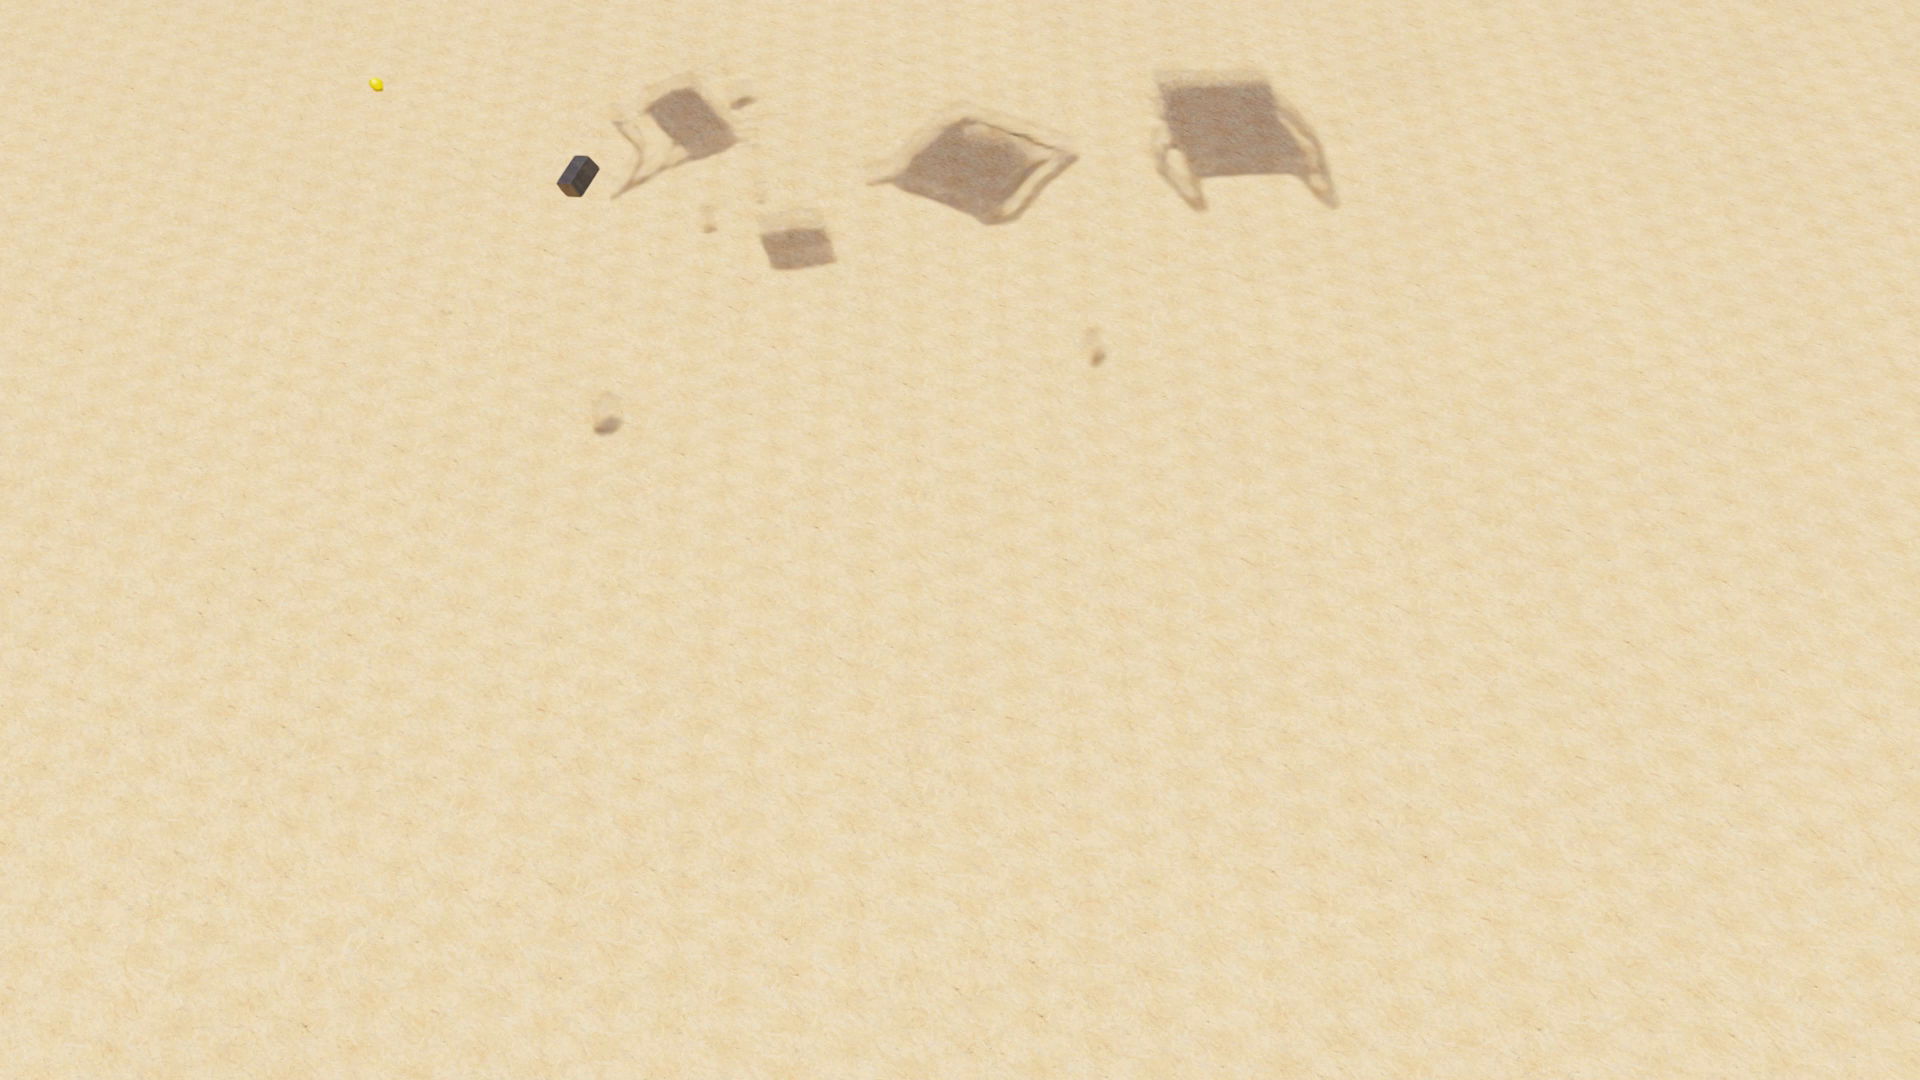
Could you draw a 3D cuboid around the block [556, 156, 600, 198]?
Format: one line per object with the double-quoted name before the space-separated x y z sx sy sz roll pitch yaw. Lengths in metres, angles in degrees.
"block" -1.179 -1.123 9.054 0.067 0.061 0.116 8 60 41
